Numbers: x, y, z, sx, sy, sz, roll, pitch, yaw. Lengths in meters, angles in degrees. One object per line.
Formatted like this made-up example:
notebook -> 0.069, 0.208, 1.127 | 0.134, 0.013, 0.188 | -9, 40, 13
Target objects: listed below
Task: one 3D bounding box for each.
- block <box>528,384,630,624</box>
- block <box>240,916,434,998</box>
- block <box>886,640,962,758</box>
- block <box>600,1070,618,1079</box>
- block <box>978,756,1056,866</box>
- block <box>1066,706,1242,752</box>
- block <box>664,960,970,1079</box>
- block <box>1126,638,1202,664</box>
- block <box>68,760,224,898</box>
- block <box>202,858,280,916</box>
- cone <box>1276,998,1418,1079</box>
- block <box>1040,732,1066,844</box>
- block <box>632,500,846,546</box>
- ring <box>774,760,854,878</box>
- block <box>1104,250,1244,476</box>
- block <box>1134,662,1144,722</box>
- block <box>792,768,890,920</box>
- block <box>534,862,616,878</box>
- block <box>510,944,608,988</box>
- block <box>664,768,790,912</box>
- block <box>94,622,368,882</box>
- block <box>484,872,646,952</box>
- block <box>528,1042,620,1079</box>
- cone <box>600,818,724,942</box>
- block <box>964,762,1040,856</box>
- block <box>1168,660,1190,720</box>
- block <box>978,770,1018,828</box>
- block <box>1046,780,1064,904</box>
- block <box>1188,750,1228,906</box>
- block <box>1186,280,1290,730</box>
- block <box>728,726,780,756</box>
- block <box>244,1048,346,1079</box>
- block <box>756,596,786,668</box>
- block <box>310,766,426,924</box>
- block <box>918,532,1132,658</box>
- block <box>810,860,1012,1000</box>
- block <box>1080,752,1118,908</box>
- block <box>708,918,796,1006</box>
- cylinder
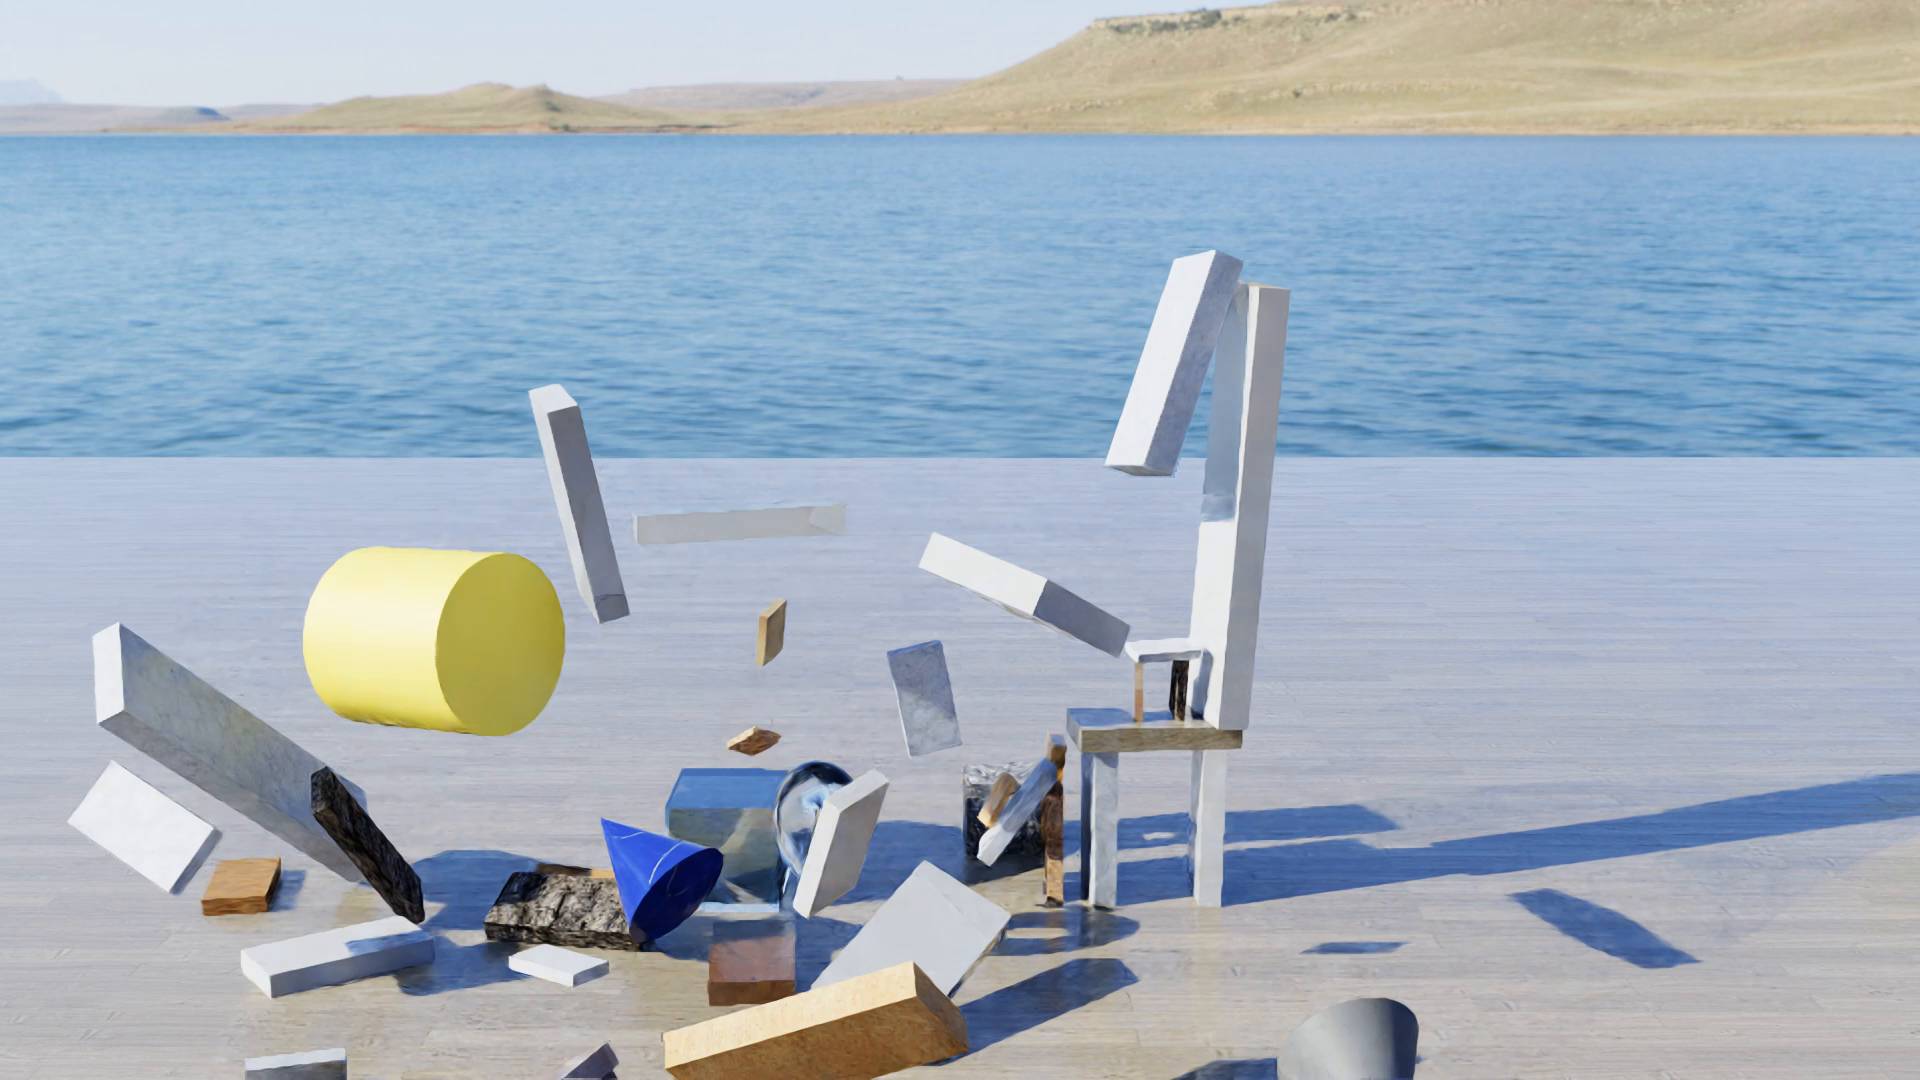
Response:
block -> -0.568, -0.056, 3.277 | 0.047, 0.329, 0.165 | -16, 20, -16
block -> -0.945, 0.632, 3.346 | 0.254, 0.036, 0.127 | -8, 13, -36
block -> -0.060, 0.268, 3.719 | 0.092, 0.184, 0.026 | -13, 14, -8
block -> -0.525, 0.675, 2.404 | 0.320, 0.043, 0.153 | -30, 0, 30
block -> 0.095, 0.450, 3.646 | 0.026, 0.183, 0.091 | 36, 11, -4
block -> 0.317, 0.310, 3.610 | 0.266, 0.038, 0.133 | 0, 10, -8
block -> -0.162, 0.569, 2.490 | 0.307, 0.153, 0.043 | -19, 49, 13
block -> 0.330, 0.179, 3.560 | 0.110, 0.016, 0.055 | -3, 21, -17
block -> -1.164, 0.412, 3.142 | 0.211, 0.105, 0.030 | 27, -15, 23
block -> -1.196, 0.576, 3.665 | 0.099, 0.028, 0.199 | -2, 11, -10
cone -> 0.522, 0.714, 2.763 | 0.193, 0.193, 0.193 | -3, 37, -14
block -> 0.162, 0.444, 3.948 | 0.026, 0.183, 0.091 | 7, 10, -4
block -> -0.361, -0.029, 3.565 | 0.329, 0.047, 0.165 | -3, 4, -11
ring -> -0.210, 0.430, 3.324 | 0.065, 0.195, 0.195 | -4, 11, -42
block -> 0.341, -0.280, 3.516 | 0.051, 0.357, 0.179 | 20, -3, -16
block -> 0.292, 0.235, 3.590 | 0.016, 0.110, 0.055 | 0, 16, 4
block -> -0.145, 0.370, 2.673 | 0.026, 0.184, 0.092 | 35, 38, 24
block -> -0.606, 0.575, 3.566 | 0.199, 0.028, 0.099 | 4, 31, 12
block -> -0.542, 0.574, 2.968 | 0.127, 0.018, 0.063 | 5, 11, 38
block -> -0.383, 0.496, 3.650 | 0.180, 0.180, 0.180 | 0, 14, 2
block -> -1.144, 0.351, 3.506 | 0.047, 0.165, 0.633 | -26, -37, 9
block -> -0.608, 0.587, 3.477 | 0.254, 0.036, 0.127 | 2, 30, 12
block -> -0.541, 0.644, 2.398 | 0.402, 0.026, 0.092 | -30, 1, 29
cone -> -0.499, 0.491, 3.411 | 0.187, 0.187, 0.187 | 40, 29, 24
block -> 0.073, 0.478, 3.916 | 0.129, 0.129, 0.129 | -1, 11, -3
block -> 0.358, 0.234, 3.595 | 0.016, 0.110, 0.055 | 0, 20, -7
block -> 0.063, 0.433, 3.671 | 0.013, 0.090, 0.045 | 27, 4, -21
block -> 0.157, 0.500, 3.652 | 0.026, 0.183, 0.091 | 0, 11, 0
block -> 0.410, 0.459, 3.647 | 0.038, 0.266, 0.133 | 1, 10, -2
block -> 0.445, -0.059, 3.561 | 0.051, 0.708, 0.179 | 2, 10, -12
block -> -0.314, 0.307, 3.350 | 0.045, 0.013, 0.090 | 19, -28, -26
block -> -0.875, 0.701, 2.897 | 0.127, 0.063, 0.018 | -3, 47, -18
block -> -0.257, 0.125, 2.990 | 0.013, 0.090, 0.045 | 25, 42, 20
block -> -0.930, 0.485, 3.458 | 0.030, 0.273, 0.105 | -29, 34, -1
block -> 0.096, 0.080, 3.054 | 0.179, 0.051, 0.357 | 22, -3, 25
block -> -0.069, 0.593, 3.113 | 0.153, 0.043, 0.307 | 31, 39, 14
block -> 0.230, 0.459, 3.646 | 0.038, 0.266, 0.133 | -1, 10, -6
block -> -0.312, 0.636, 3.323 | 0.127, 0.036, 0.254 | -2, 10, -4
cylinder -> -0.834, 0.159, 3.499 | 0.287, 0.287, 0.287 | 2, 10, 32
